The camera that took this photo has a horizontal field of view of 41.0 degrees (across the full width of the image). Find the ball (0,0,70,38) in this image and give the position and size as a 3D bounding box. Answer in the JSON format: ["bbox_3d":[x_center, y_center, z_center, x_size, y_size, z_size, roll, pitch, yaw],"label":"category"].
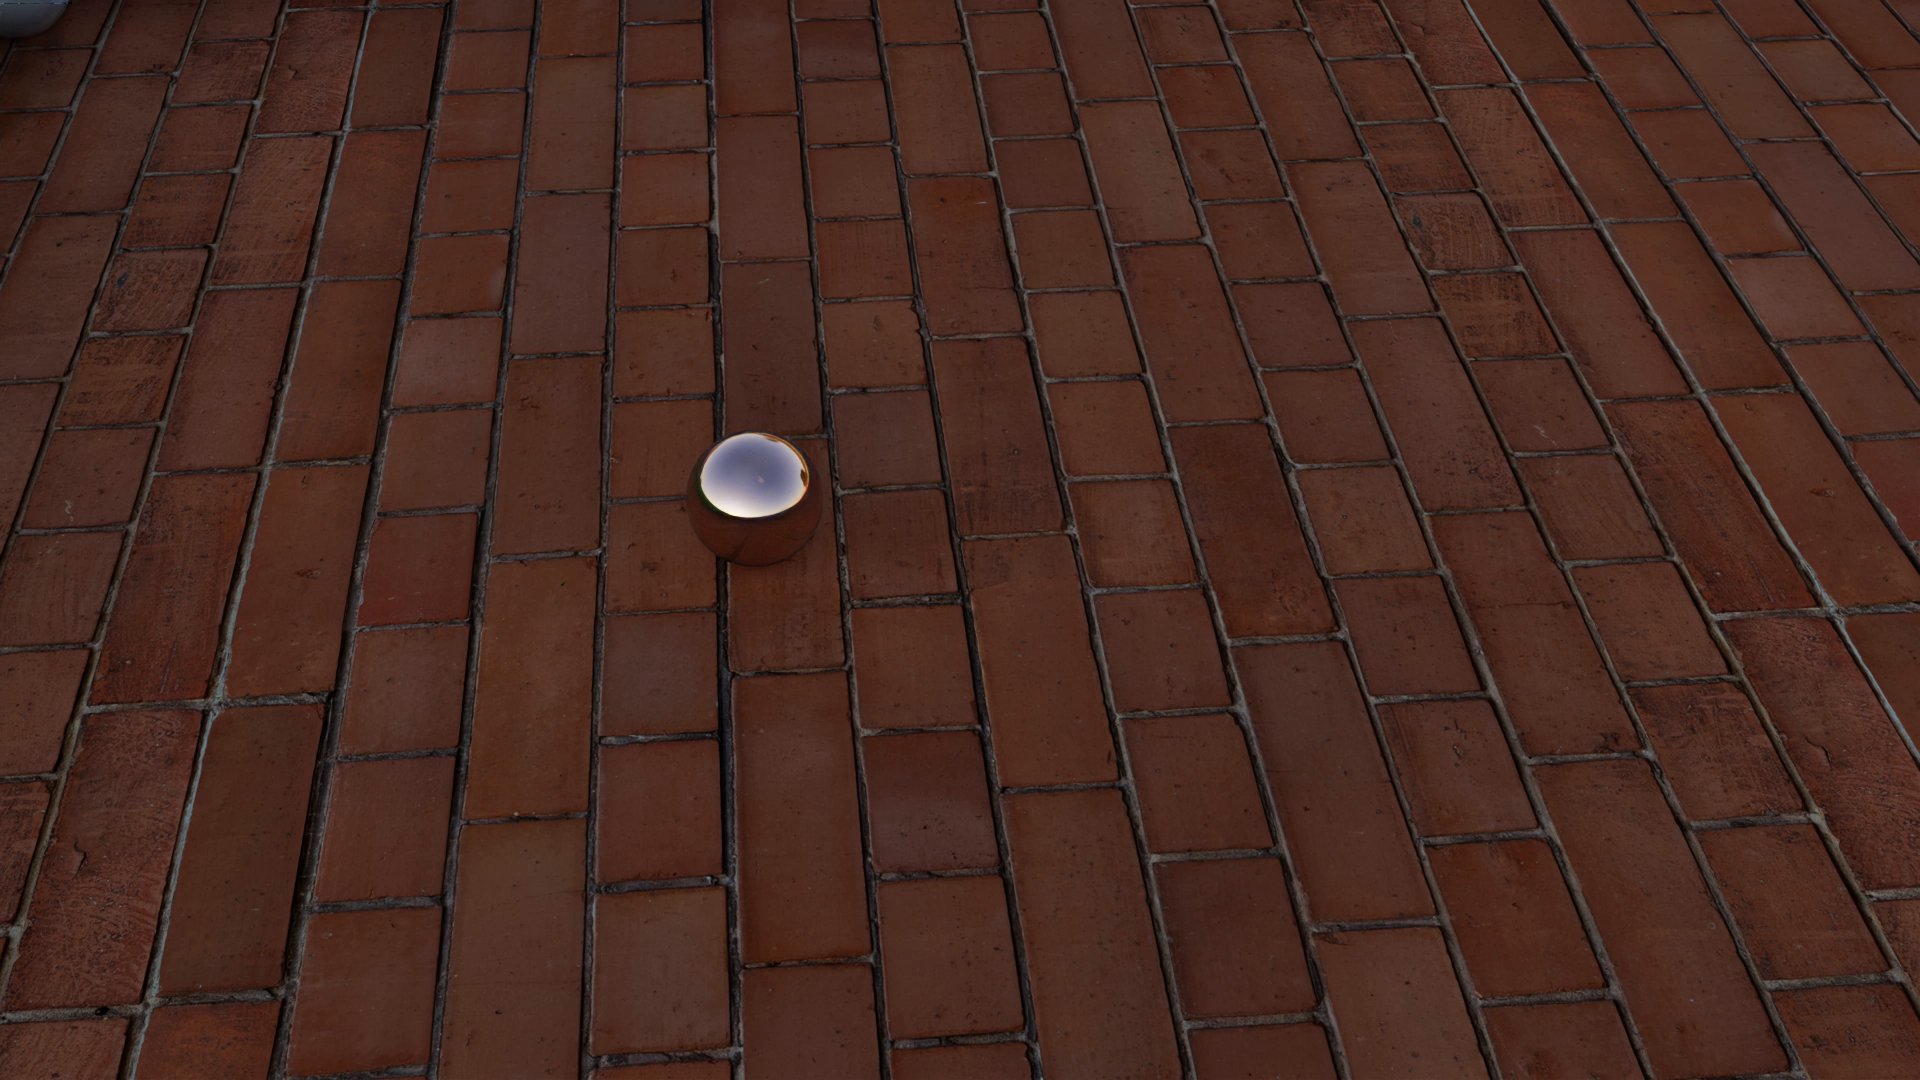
[{"bbox_3d":[-0.837,-0.492,2.275,0.092,0.092,0.092,0,36,0],"label":"ball"}]

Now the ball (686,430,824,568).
[{"bbox_3d":[-0.131,-0.027,1.637,0.088,0.088,0.088,0,36,0],"label":"ball"}]
